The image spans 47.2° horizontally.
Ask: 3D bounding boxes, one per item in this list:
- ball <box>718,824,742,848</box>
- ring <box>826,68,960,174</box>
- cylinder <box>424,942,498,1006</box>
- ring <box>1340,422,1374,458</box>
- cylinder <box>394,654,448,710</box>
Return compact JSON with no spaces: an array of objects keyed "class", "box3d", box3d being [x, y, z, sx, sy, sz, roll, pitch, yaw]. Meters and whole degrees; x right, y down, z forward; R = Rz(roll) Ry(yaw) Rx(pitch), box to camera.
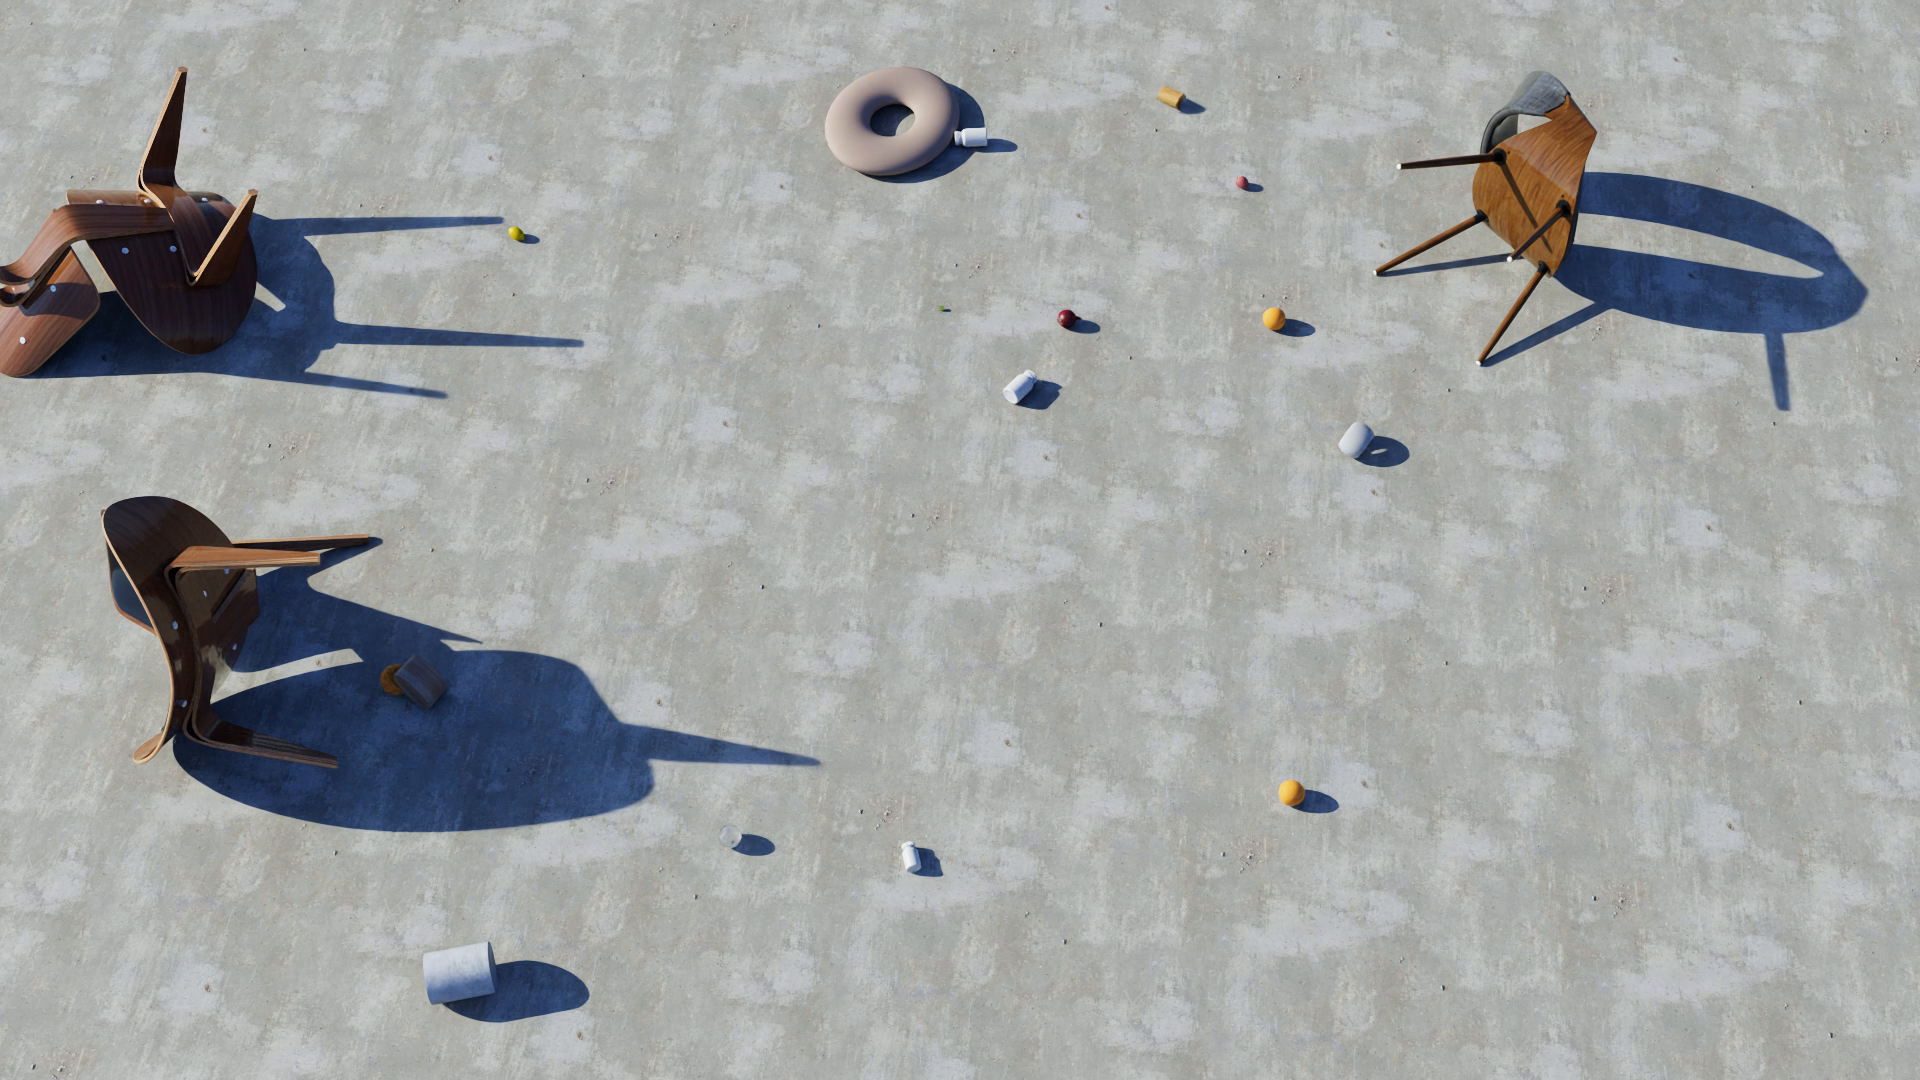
[{"class":"ball","box3d":[-0.627,0.808,5.994,0.064,0.064,0.064,0,56,0]},{"class":"ring","box3d":[-0.229,-1.430,7.492,0.441,0.071,0.514,26,60,16]},{"class":"cylinder","box3d":[-1.302,1.129,5.735,0.166,0.136,0.136,-10,75,-6]},{"class":"ring","box3d":[1.213,-0.306,6.730,0.074,0.083,0.121,36,65,11]},{"class":"cylinder","box3d":[-1.528,0.402,6.226,0.086,0.146,0.081,2,47,46]}]
